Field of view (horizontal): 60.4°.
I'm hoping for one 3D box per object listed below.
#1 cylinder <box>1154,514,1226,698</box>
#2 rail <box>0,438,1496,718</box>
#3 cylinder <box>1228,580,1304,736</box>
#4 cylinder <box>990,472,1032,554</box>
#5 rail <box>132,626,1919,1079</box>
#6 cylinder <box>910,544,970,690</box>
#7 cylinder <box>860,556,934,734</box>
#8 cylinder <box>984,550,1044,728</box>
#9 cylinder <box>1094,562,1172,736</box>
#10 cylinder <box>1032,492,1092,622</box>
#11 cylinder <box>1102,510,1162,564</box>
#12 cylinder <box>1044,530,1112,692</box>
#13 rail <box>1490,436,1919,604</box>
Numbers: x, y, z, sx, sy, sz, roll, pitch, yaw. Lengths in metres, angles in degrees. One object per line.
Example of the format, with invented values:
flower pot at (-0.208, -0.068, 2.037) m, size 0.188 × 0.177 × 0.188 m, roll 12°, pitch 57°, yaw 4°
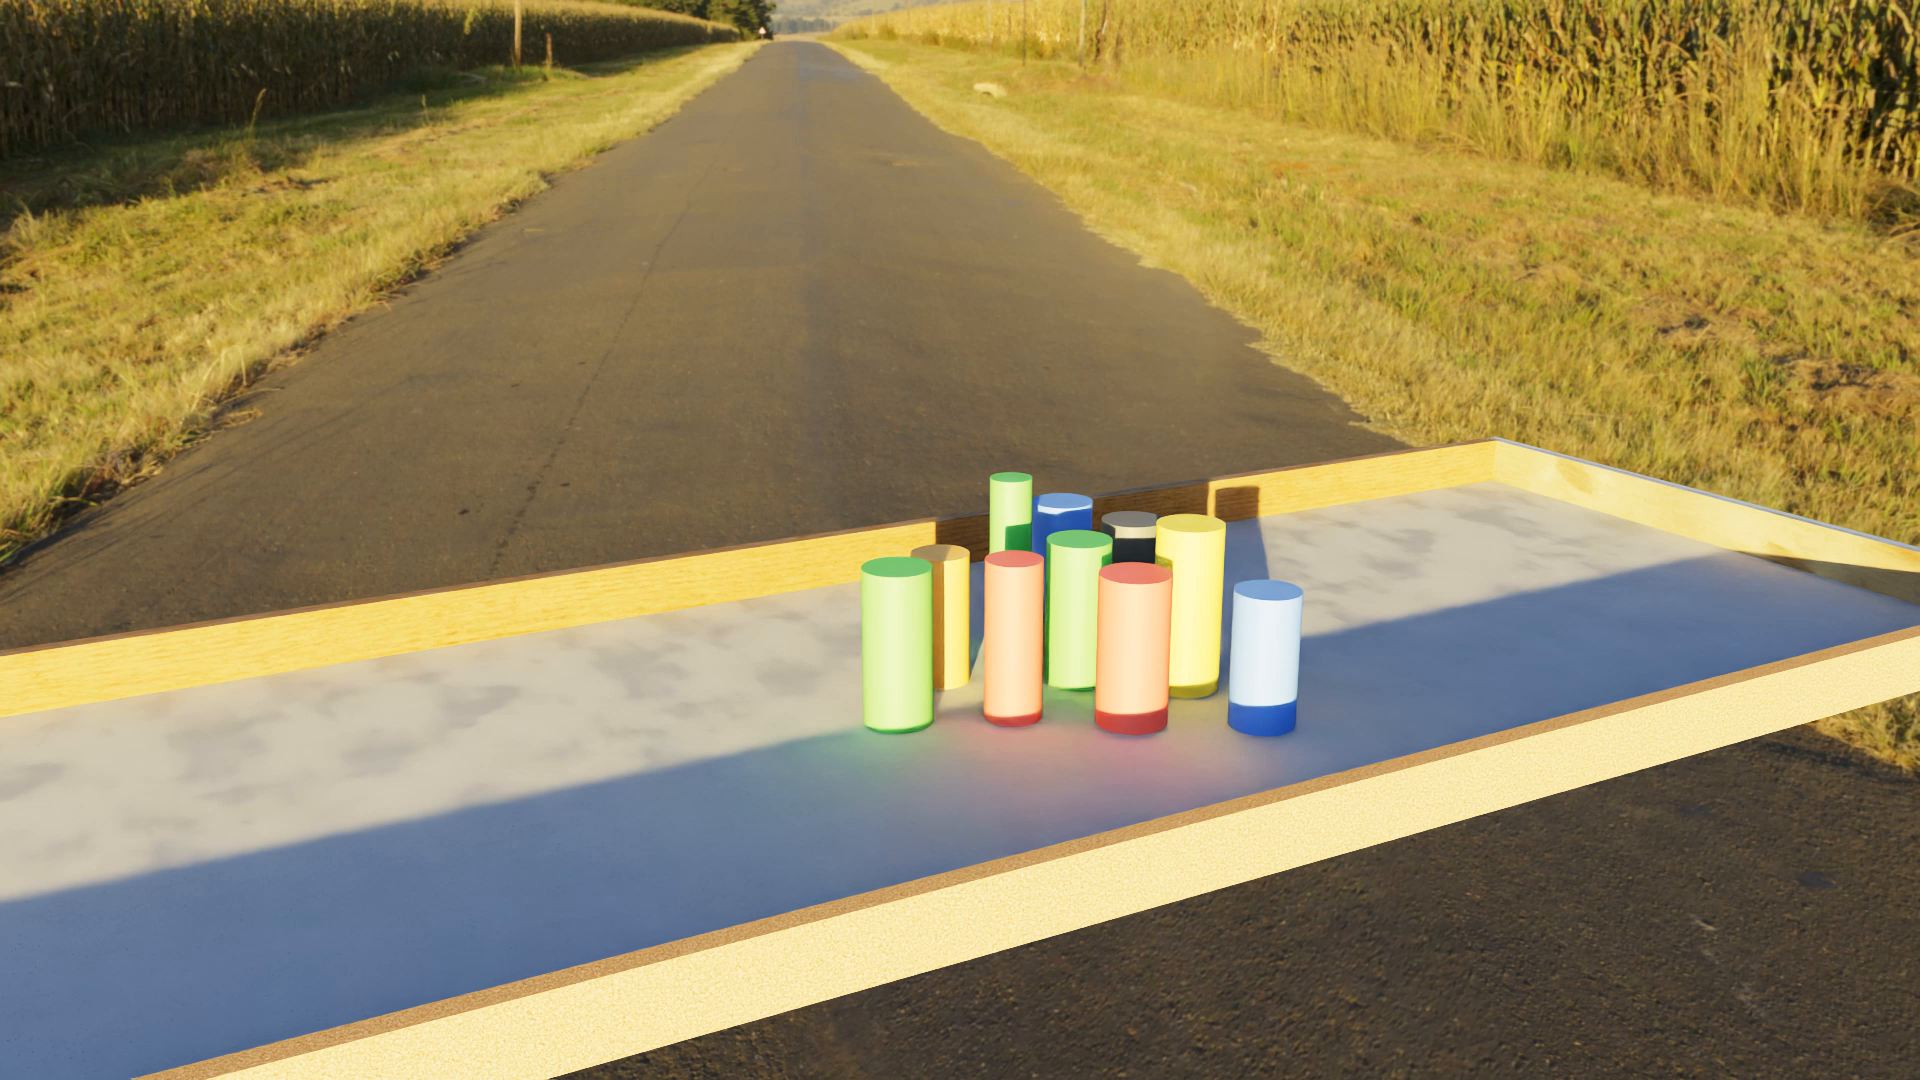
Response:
cylinder at (0.560, 0.162, 4.058) m, size 0.167 × 0.421 × 0.167 m, roll 0°, pitch 16°, yaw 0°
rail at (-3.305, 0.497, 3.399) m, size 12.000 × 0.150 × 0.050 m, roll -9°, pitch 18°, yaw -27°
cylinder at (0.709, 0.273, 3.839) m, size 0.158 × 0.330 × 0.158 m, roll 0°, pitch 16°, yaw 0°
cylinder at (0.133, 0.055, 4.360) m, size 0.111 × 0.455 × 0.111 m, roll 0°, pitch 16°, yaw 0°
rail at (-2.336, 1.006, 1.665) m, size 12.000 × 0.150 × 0.050 m, roll -9°, pitch 18°, yaw -27°
cylinder at (-0.049, 0.191, 4.115) m, size 0.147 × 0.333 × 0.147 m, roll 0°, pitch 16°, yaw 0°
cylinder at (-0.145, 0.244, 3.849) m, size 0.165 × 0.380 × 0.165 m, roll 0°, pitch 16°, yaw 0°
cylinder at (0.126, 0.231, 3.874) m, size 0.137 × 0.391 × 0.137 m, roll 0°, pitch 16°, yaw 0°
cylinder at (0.404, 0.252, 3.848) m, size 0.172 × 0.366 × 0.172 m, roll 0°, pitch 16°, yaw 0°
cylinder at (0.283, 0.050, 4.598) m, size 0.167 × 0.331 × 0.167 m, roll 0°, pitch 16°, yaw 0°
cylinder at (0.450, 0.113, 4.348) m, size 0.163 × 0.350 × 0.163 m, roll 0°, pitch 16°, yaw 0°
cylinder at (0.294, 0.174, 4.107) m, size 0.163 × 0.369 × 0.163 m, roll 0°, pitch 16°, yaw 0°
rail at (2.466, -0.048, 5.253) m, size 0.050 × 0.150 × 2.100 m, roll -9°, pitch 18°, yaw -27°
